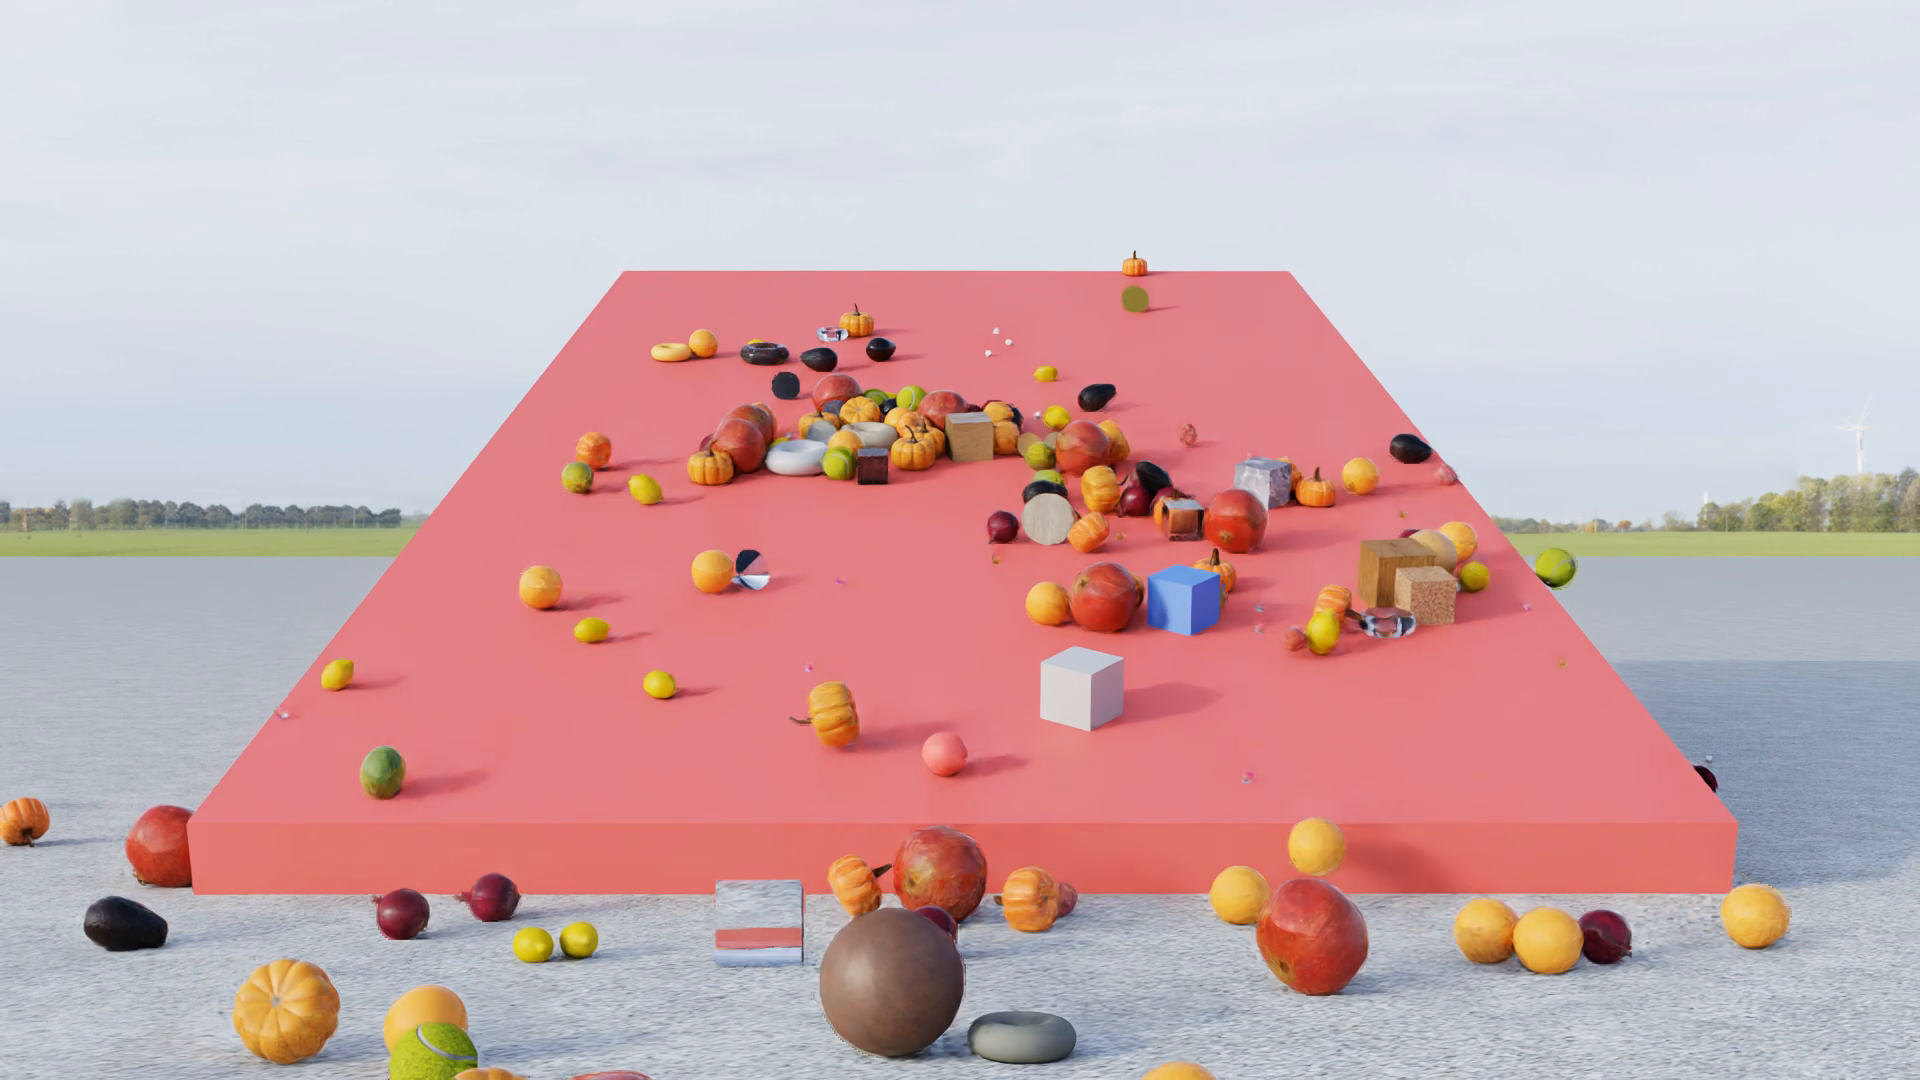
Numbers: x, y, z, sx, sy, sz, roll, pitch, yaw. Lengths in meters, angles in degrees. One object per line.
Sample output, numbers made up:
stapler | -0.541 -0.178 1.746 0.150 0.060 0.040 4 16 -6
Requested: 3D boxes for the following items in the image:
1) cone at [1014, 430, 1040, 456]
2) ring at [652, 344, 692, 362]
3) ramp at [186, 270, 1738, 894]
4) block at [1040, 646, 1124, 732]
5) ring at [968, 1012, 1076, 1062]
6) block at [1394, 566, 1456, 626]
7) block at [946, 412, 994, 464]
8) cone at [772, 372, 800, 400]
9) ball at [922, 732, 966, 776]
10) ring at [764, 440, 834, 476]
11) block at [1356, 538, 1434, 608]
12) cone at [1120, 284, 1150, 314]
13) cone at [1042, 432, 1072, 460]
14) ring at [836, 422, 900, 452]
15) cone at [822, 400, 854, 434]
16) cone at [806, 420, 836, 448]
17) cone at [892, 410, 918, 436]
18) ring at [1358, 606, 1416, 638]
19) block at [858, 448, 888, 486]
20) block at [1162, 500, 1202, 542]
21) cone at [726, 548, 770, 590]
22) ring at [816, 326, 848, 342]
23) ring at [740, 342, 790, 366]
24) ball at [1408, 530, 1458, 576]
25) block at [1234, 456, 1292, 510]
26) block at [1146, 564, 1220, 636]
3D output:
cone | 0.136 -0.191 4.630 0.056 0.056 0.056 0 -21 -10
ring | -0.714 -0.465 5.505 0.101 0.034 0.101 1 16 0
ramp | -0.003 -0.175 4.790 2.000 0.100 4.000 0 17 0
block | 0.177 0.214 3.210 0.086 0.086 0.086 12 21 35
ring | 0.055 0.441 1.973 0.097 0.032 0.097 1 -1 0
block | 0.758 0.092 3.627 0.076 0.076 0.076 -2 17 -8
block | 0.019 -0.212 4.600 0.084 0.084 0.084 -3 17 -10
cone | -0.401 -0.347 5.129 0.067 0.067 0.067 0 -10 -3
ball | -0.021 0.289 3.008 0.060 0.060 0.060 0 0 0
ring | -0.326 -0.166 4.510 0.145 0.048 0.145 -1 18 0
block | 0.725 0.058 3.702 0.096 0.096 0.096 -3 17 -9
cone | 0.470 -0.652 6.113 0.080 0.080 0.080 0 -10 -11
cone | 0.196 -0.188 4.620 0.060 0.060 0.060 0 -10 -9
ring | -0.194 -0.216 4.679 0.136 0.045 0.136 1 16 0
cone | -0.283 -0.257 4.827 0.077 0.077 0.077 0 -13 -33
cone | -0.279 -0.212 4.686 0.069 0.069 0.069 0 -11 20
cone | -0.116 -0.246 4.809 0.058 0.058 0.058 0 -12 7
ring | 0.685 0.132 3.572 0.093 0.031 0.093 -1 18 0
block | -0.173 -0.145 4.422 0.060 0.060 0.060 -1 17 -3
block | 0.406 -0.035 4.064 0.061 0.061 0.061 -2 17 -7
cone | -0.377 0.059 3.802 0.072 0.072 0.072 0 -15 -45
ring | -0.331 -0.531 5.733 0.083 0.028 0.083 0 19 0
ring | -0.481 -0.459 5.476 0.122 0.041 0.122 1 17 0
ball | 0.798 0.031 3.788 0.098 0.098 0.098 0 0 0
block | 0.582 -0.109 4.276 0.078 0.078 0.078 14 22 38
block | 0.361 0.097 3.596 0.084 0.084 0.084 13 21 36
